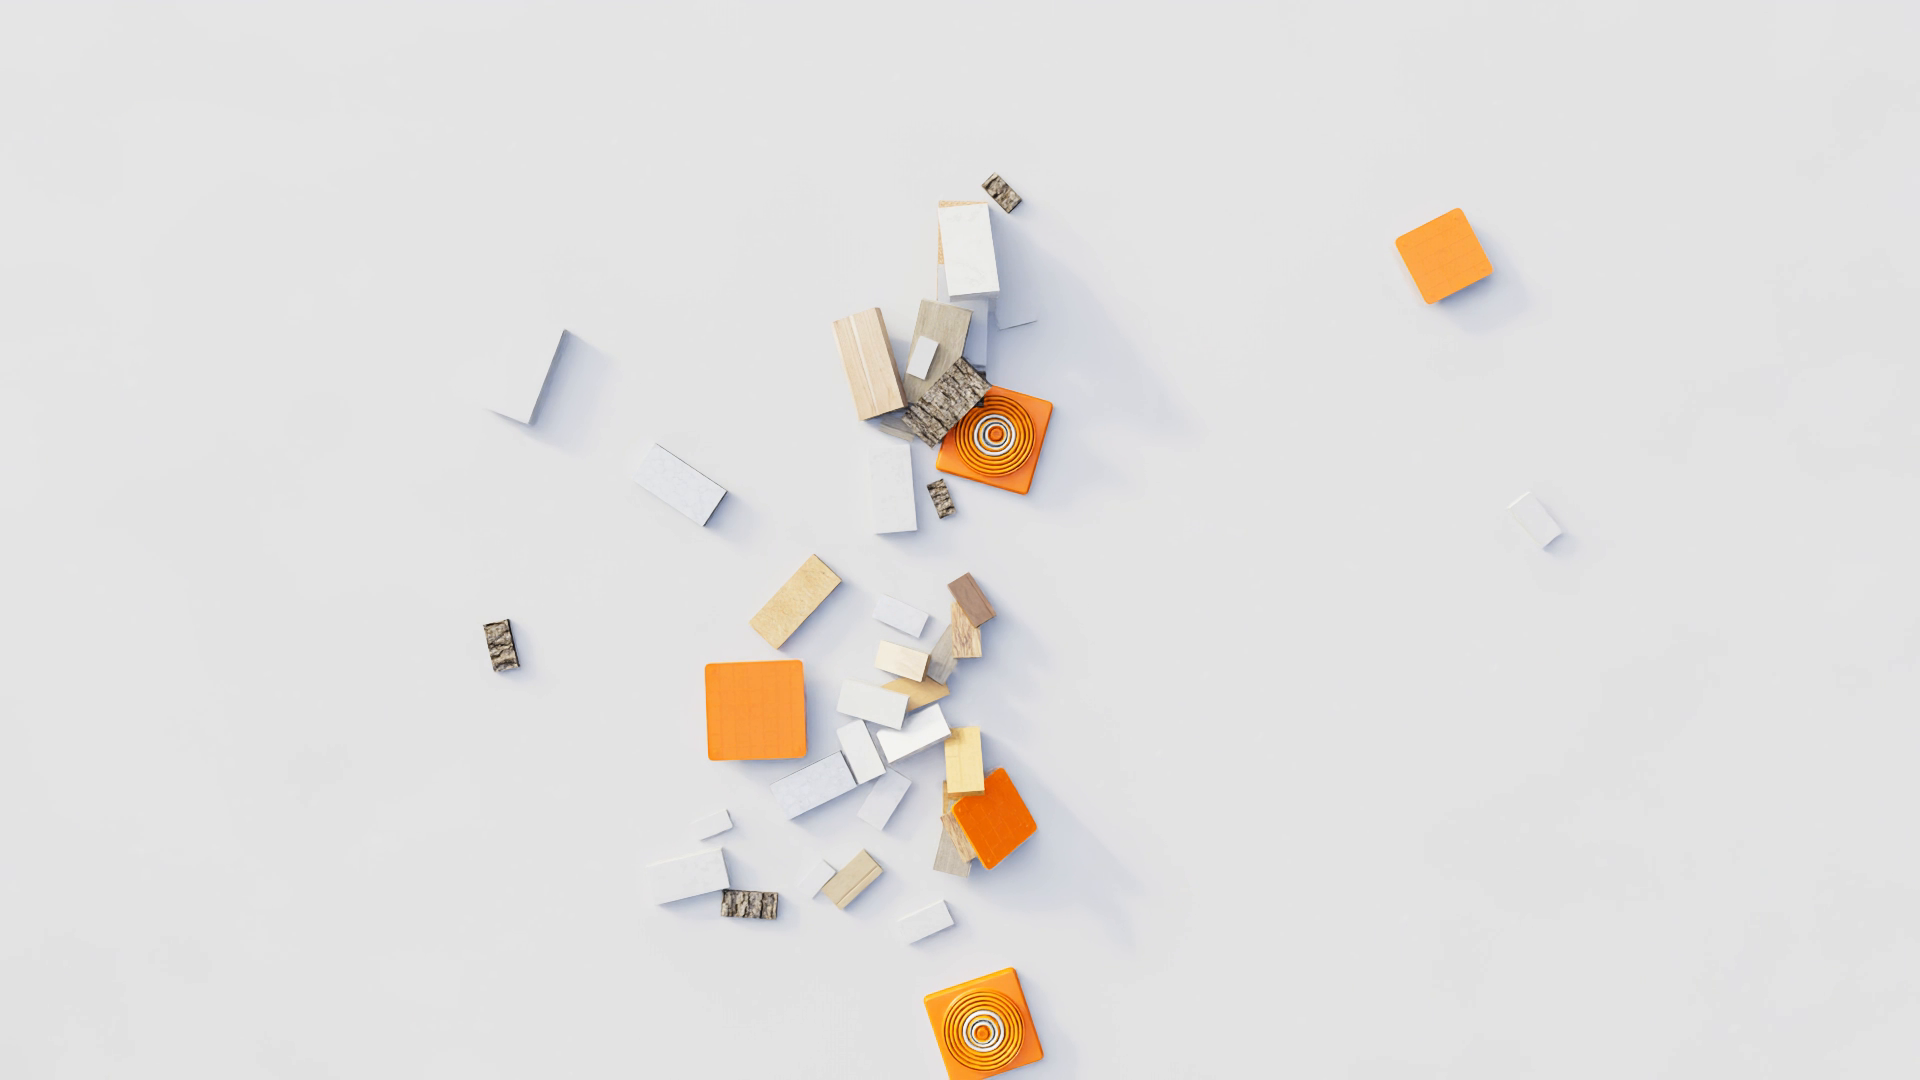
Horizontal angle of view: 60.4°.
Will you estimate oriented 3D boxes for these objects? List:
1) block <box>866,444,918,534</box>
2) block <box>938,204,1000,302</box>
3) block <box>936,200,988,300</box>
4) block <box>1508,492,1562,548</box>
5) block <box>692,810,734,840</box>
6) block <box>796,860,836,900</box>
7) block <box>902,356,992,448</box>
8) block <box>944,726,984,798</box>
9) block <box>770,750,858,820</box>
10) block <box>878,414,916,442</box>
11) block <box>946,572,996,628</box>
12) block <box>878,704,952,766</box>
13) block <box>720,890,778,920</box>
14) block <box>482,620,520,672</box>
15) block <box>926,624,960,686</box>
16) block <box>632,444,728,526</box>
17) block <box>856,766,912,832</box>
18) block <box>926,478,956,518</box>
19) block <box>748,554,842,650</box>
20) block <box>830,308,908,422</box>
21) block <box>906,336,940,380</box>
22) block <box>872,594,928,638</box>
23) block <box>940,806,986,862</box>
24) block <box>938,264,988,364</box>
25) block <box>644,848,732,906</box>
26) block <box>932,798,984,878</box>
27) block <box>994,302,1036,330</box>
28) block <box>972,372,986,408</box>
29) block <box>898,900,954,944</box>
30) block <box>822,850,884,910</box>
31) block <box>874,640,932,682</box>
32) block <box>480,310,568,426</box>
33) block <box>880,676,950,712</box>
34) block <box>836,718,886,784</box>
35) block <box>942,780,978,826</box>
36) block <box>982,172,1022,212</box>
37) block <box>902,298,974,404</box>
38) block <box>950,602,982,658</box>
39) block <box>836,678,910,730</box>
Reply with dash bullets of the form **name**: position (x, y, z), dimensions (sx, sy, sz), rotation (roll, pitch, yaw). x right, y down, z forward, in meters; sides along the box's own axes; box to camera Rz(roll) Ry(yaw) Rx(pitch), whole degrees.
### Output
- **block**: position (-0.226, -0.169, 5.480), dimensions (0.143, 0.040, 0.285), rotation (-5, 90, 0)
- **block**: position (0.028, -0.937, 5.374), dimensions (0.162, 0.046, 0.325), rotation (-6, 70, -2)
- **block**: position (0.008, -0.958, 5.477), dimensions (0.162, 0.046, 0.325), rotation (1, 90, 0)
- **block**: position (1.913, -0.067, 5.488), dimensions (0.086, 0.024, 0.171), rotation (-39, 90, 0)
- **block**: position (-0.825, 0.949, 5.491), dimensions (0.124, 0.018, 0.062), rotation (-22, 90, 0)
- **block**: position (-0.478, 1.128, 5.491), dimensions (0.062, 0.018, 0.124), rotation (42, 90, 0)
- **block**: position (-0.044, -0.452, 5.411), dimensions (0.143, 0.040, 0.285), rotation (44, 106, -3)
- **block**: position (0.013, 0.728, 5.415), dimensions (0.119, 0.034, 0.238), rotation (-4, 53, 0)
- **block**: position (-0.486, 0.815, 5.482), dimensions (0.260, 0.037, 0.130), rotation (-26, 90, 0)
- **block**: position (-0.205, -0.374, 5.491), dimensions (0.122, 0.017, 0.061), rotation (19, 90, 0)
- **block**: position (0.039, 0.200, 5.461), dimensions (0.085, 0.024, 0.171), rotation (-31, 78, -14)
- **block**: position (-0.151, 0.645, 5.460), dimensions (0.225, 0.032, 0.113), rotation (-26, 63, 0)
- **block**: position (-0.701, 1.213, 5.488), dimensions (0.184, 0.024, 0.085), rotation (3, 90, 0)
- **block**: position (-1.527, 0.352, 5.488), dimensions (0.082, 0.023, 0.164), rotation (-13, 90, 0)
- **block**: position (-0.047, 0.381, 5.464), dimensions (0.092, 0.026, 0.185), rotation (33, 76, 0)
- **block**: position (-0.932, -0.183, 5.480), dimensions (0.285, 0.040, 0.143), rotation (34, 90, 0)
- **block**: position (-0.252, 0.859, 5.486), dimensions (0.096, 0.027, 0.193), rotation (32, 90, 0)
- **block**: position (-0.062, -0.138, 5.491), dimensions (0.061, 0.017, 0.121), rotation (-22, 90, 0)
- **block**: position (-0.548, 0.205, 5.482), dimensions (0.130, 0.037, 0.317), rotation (43, 90, 0)
- **block**: position (-0.300, -0.580, 5.448), dimensions (0.169, 0.048, 0.338), rotation (-16, 90, 21)
- **block**: position (-0.122, -0.598, 5.399), dimensions (0.064, 0.018, 0.129), rotation (23, 106, 3)
- **block**: position (-0.198, 0.251, 5.488), dimensions (0.171, 0.024, 0.086), rotation (24, 90, 0)
- **block**: position (0.010, 0.965, 5.421), dimensions (0.085, 0.024, 0.169), rotation (-28, 90, 0)
- **block**: position (0.008, -0.744, 5.442), dimensions (0.162, 0.046, 0.325), rotation (1, 103, 0)
- **block**: position (-0.904, 1.117, 5.482), dimensions (0.260, 0.037, 0.130), rotation (-14, 90, 0)
- **block**: position (-0.004, 0.985, 5.450), dimensions (0.119, 0.034, 0.238), rotation (14, 90, 0)
- **block**: position (0.186, -0.746, 5.491), dimensions (0.129, 0.018, 0.064), rotation (-14, 90, 0)
- **block**: position (0.051, -0.498, 5.444), dimensions (0.061, 0.017, 0.122), rotation (2, 74, 10)
- **block**: position (-0.115, 1.271, 5.488), dimensions (0.169, 0.024, 0.085), rotation (-25, 90, 0)
- **block**: position (-0.358, 1.129, 5.486), dimensions (0.193, 0.027, 0.096), rotation (-43, 90, 0)
- **block**: position (-0.189, 0.400, 5.446), dimensions (0.184, 0.026, 0.092), rotation (15, 90, 28)
- **block**: position (-1.448, -0.571, 5.476), dimensions (0.169, 0.048, 0.338), rotation (21, 90, 0)
- **block**: position (-0.158, 0.502, 5.484), dimensions (0.225, 0.032, 0.113), rotation (-23, 90, 0)
- **block**: position (-0.326, 0.701, 5.472), dimensions (0.096, 0.027, 0.193), rotation (-25, 84, 4)
- **block**: position (0.003, 0.922, 5.483), dimensions (0.119, 0.034, 0.238), rotation (0, 90, 0)
- **block**: position (0.138, -1.157, 5.491), dimensions (0.064, 0.018, 0.129), rotation (-44, 90, 0)
- **block**: position (-0.079, -0.607, 5.424), dimensions (0.169, 0.048, 0.338), rotation (15, 105, 5)
- **block**: position (0.020, 0.298, 5.463), dimensions (0.092, 0.026, 0.185), rotation (-1, 78, -7)
- **block**: position (-0.287, 0.541, 5.457), dimensions (0.225, 0.032, 0.112), rotation (15, 98, 10)
